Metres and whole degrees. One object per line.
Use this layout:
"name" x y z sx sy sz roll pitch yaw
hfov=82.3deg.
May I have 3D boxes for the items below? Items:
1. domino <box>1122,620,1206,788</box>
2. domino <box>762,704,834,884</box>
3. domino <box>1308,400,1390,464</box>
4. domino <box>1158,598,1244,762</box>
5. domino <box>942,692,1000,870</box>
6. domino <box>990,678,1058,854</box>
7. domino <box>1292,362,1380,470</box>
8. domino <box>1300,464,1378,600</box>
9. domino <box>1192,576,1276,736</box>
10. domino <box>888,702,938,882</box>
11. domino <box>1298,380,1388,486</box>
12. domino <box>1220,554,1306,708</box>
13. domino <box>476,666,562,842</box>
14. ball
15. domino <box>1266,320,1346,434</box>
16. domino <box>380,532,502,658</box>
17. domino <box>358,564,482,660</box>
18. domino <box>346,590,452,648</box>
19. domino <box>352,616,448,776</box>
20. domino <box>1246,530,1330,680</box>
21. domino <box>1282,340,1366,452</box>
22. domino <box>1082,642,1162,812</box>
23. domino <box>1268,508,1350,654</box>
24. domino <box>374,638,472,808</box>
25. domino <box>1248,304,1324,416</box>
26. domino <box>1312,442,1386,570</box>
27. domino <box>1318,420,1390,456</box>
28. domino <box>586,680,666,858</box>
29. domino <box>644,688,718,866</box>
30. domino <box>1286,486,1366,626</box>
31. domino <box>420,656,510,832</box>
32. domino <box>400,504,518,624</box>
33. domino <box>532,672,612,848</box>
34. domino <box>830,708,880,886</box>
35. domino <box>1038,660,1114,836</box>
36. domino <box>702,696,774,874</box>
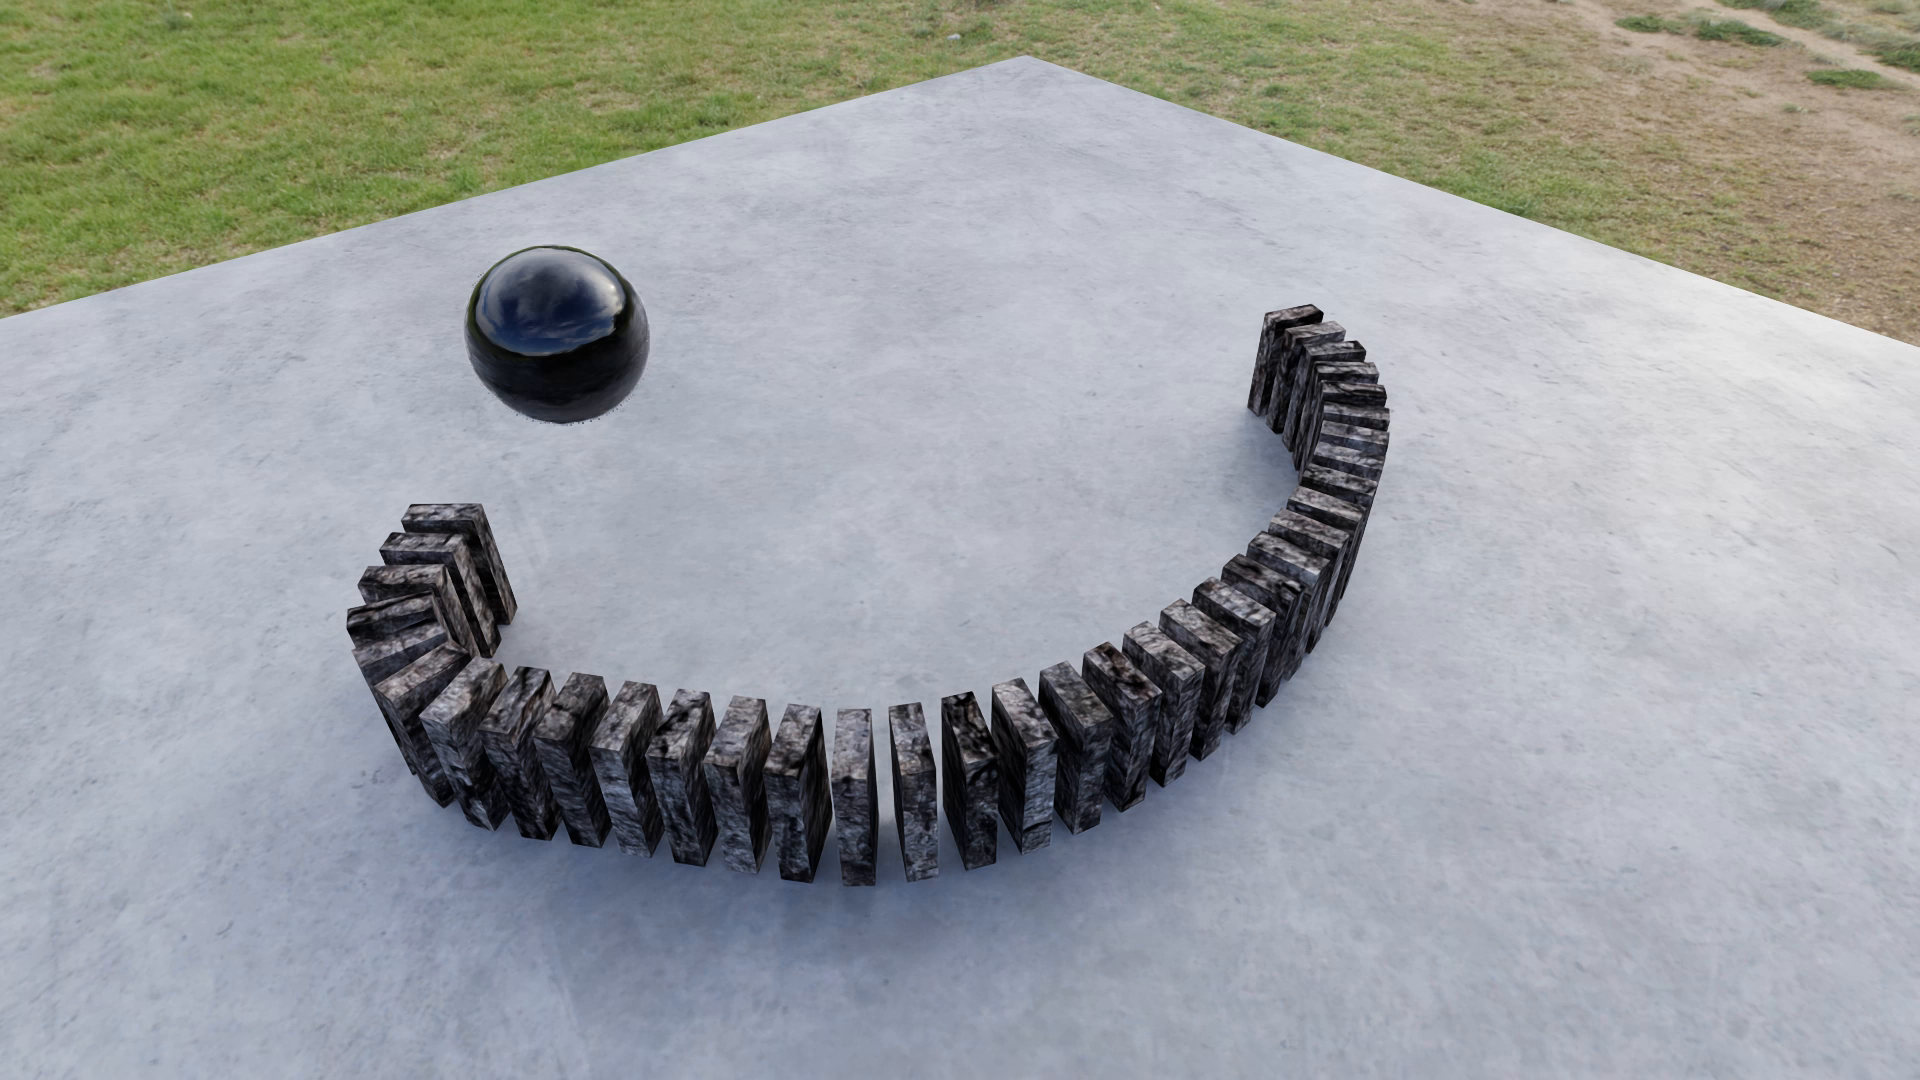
"domino" 0.062 0.052 0.348 0.009 0.050 0.025 -25 46 -28
"domino" -0.047 0.074 0.321 0.010 0.050 0.025 6 40 7
"domino" 0.157 -0.032 0.451 0.025 0.050 0.010 9 40 11
"domino" 0.075 0.046 0.356 0.009 0.050 0.025 -28 47 -30
"domino" 0.003 0.072 0.324 0.010 0.050 0.025 -11 41 -13
"domino" 0.018 0.068 0.328 0.010 0.050 0.025 -14 41 -17
"domino" 0.162 -0.053 0.476 0.025 0.050 0.010 1 39 2
"domino" 0.138 -0.003 0.415 0.025 0.050 0.009 19 43 22
"domino" 0.087 0.039 0.364 0.009 0.050 0.025 -31 48 -32
"domino" -0.013 0.074 0.321 0.010 0.050 0.025 -7 40 -9
"domino" 0.160 -0.042 0.463 0.025 0.050 0.009 6 40 7
"domino" 0.099 0.031 0.373 0.025 0.050 0.009 31 48 32
"domino" -0.128 0.065 0.332 0.009 0.050 0.025 6 40 7
"ball" -0.183 -0.093 0.502 0.080 0.080 0.080 0 39 0
"domino" 0.157 -0.074 0.501 0.025 0.050 0.009 -12 41 -14
"domino" -0.182 0.020 0.387 0.025 0.050 0.009 2 39 2
"domino" -0.182 0.031 0.374 0.025 0.050 0.009 -2 39 -2
"domino" -0.179 0.041 0.362 0.025 0.050 0.009 -14 41 -16
"domino" -0.171 0.050 0.350 0.025 0.050 0.010 -26 46 -28
"domino" 0.110 0.023 0.383 0.025 0.050 0.010 28 47 30
"domino" 0.161 -0.063 0.489 0.025 0.050 0.009 -6 40 -7
"domino" 0.048 0.058 0.340 0.010 0.050 0.025 -22 44 -25
"domino" 0.120 0.015 0.393 0.025 0.050 0.010 25 45 27
"domino" -0.159 0.057 0.341 0.010 0.050 0.025 26 46 28
"domino" 0.151 -0.084 0.513 0.025 0.050 0.009 -14 41 -16
"domino" 0.146 -0.012 0.426 0.025 0.050 0.009 16 42 19
"domino" 0.152 -0.022 0.438 0.025 0.050 0.010 13 41 15
"domino" -0.096 0.069 0.328 0.010 0.050 0.025 7 40 9
"domino" -0.079 0.071 0.325 0.009 0.050 0.025 6 40 8
"domino" 0.130 0.006 0.404 0.025 0.050 0.009 22 44 25
"domino" -0.145 0.063 0.335 0.009 0.050 0.025 12 41 14
"domino" -0.181 0.009 0.400 0.025 0.050 0.010 0 39 -1
"domino" -0.112 0.067 0.330 0.009 0.050 0.025 7 40 8
"domino" -0.030 0.075 0.320 0.010 0.050 0.025 0 39 0
"domino" 0.034 0.064 0.334 0.009 0.050 0.025 -18 43 -21
"domino" -0.063 0.072 0.323 0.010 0.050 0.025 7 40 8
